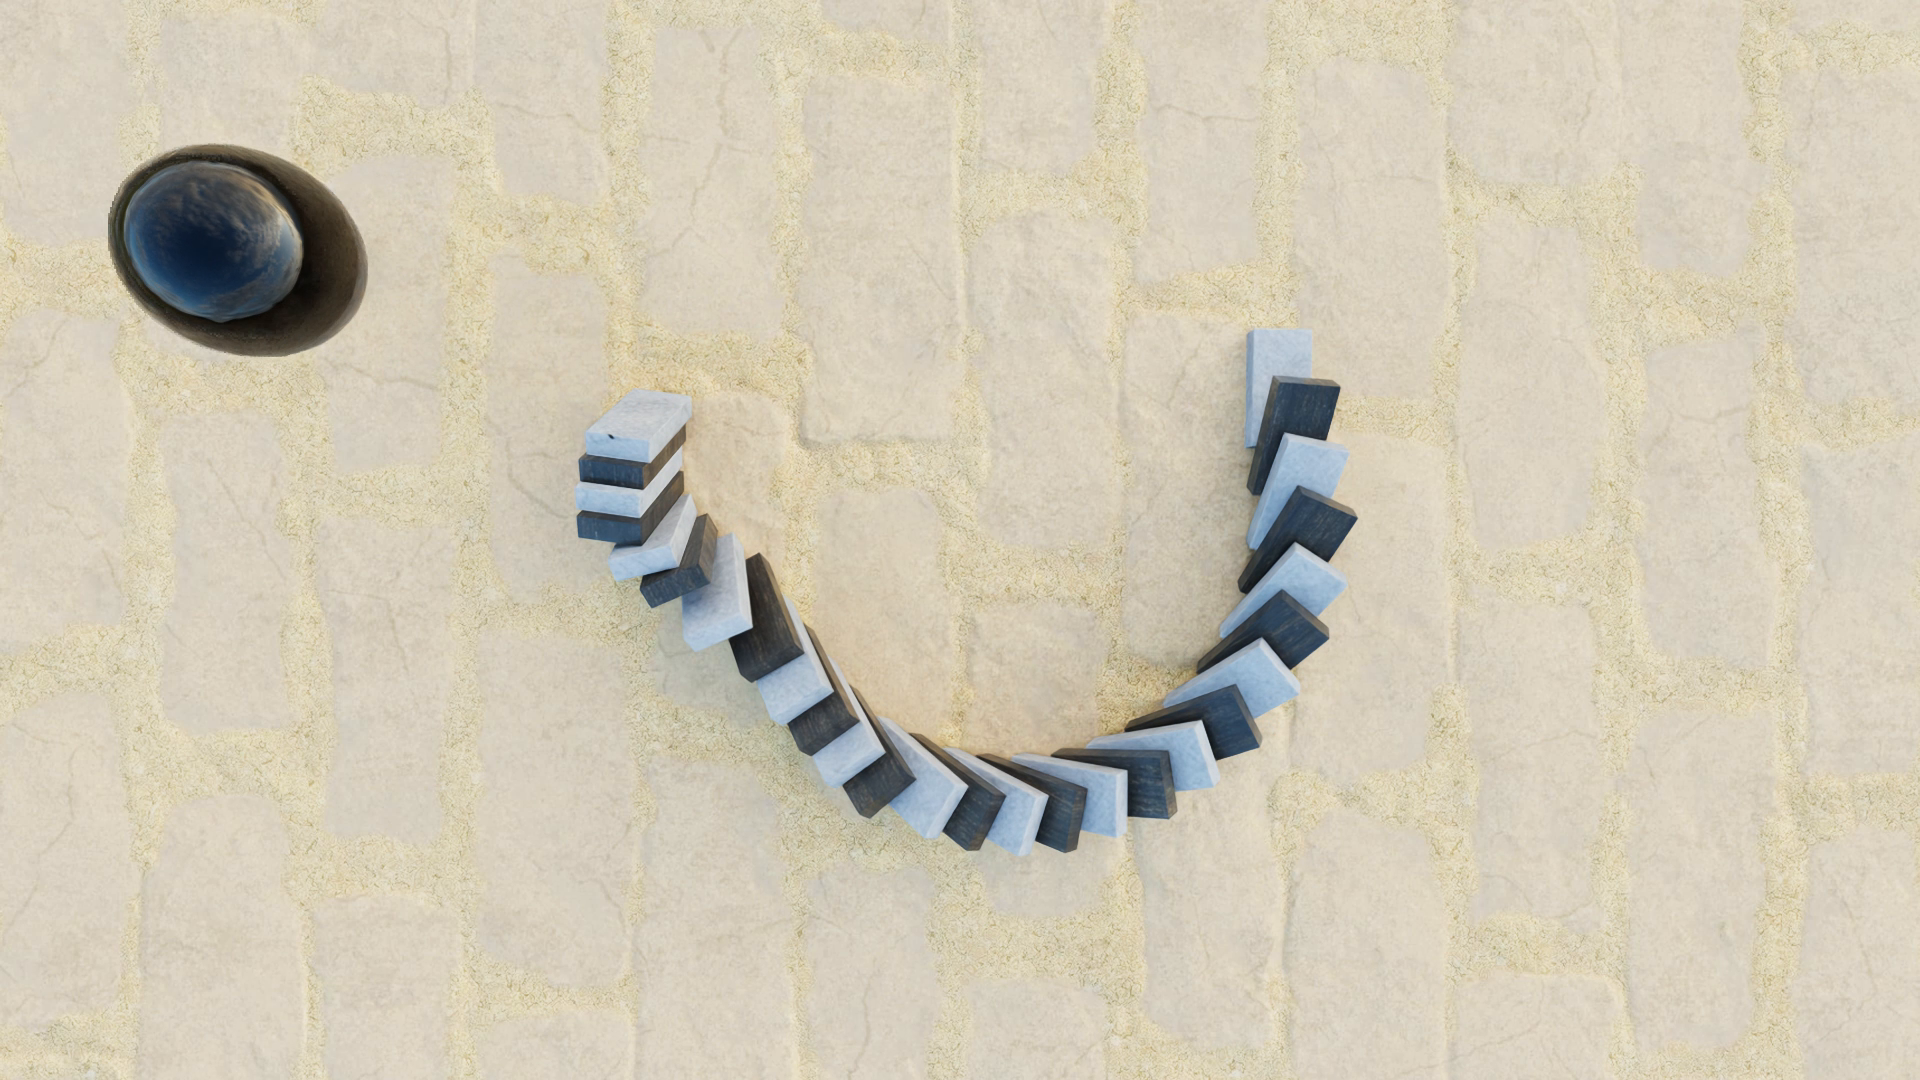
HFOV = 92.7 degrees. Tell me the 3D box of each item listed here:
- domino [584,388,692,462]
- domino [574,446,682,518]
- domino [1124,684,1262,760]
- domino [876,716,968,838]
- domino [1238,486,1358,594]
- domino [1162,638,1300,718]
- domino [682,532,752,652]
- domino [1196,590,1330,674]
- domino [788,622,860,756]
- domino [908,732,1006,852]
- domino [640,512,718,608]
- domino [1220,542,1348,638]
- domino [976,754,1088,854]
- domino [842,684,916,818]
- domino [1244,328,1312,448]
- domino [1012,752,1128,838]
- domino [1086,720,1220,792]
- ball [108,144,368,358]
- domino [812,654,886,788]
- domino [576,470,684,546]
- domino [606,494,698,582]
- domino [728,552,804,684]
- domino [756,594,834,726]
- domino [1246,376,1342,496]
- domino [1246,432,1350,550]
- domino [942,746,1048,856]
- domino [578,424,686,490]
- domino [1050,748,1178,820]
[{"bbox_3d":[-0.131,-0.048,0.376,0.025,0.050,0.009,8,119,0],"label":"domino"},{"bbox_3d":[-0.135,-0.026,0.376,0.025,0.050,0.010,8,119,0],"label":"domino"},{"bbox_3d":[0.097,0.081,0.384,0.050,0.009,0.025,-27,90,28],"label":"domino"},{"bbox_3d":[-0.022,0.098,0.381,0.050,0.009,0.025,33,94,36],"label":"domino"},{"bbox_3d":[0.141,0.005,0.384,0.025,0.010,0.050,23,117,-2],"label":"domino"},{"bbox_3d":[0.113,0.065,0.384,0.050,0.010,0.025,-40,90,29],"label":"domino"},{"bbox_3d":[-0.101,0.020,0.378,0.025,0.050,0.009,-23,134,2],"label":"domino"},{"bbox_3d":[0.126,0.046,0.383,0.025,0.010,0.050,40,120,-1],"label":"domino"},{"bbox_3d":[-0.064,0.062,0.382,0.025,0.010,0.050,-36,56,2],"label":"domino"},{"bbox_3d":[-0.007,0.104,0.381,0.050,0.010,0.025,28,92,36],"label":"domino"},{"bbox_3d":[-0.114,0.007,0.376,0.025,0.050,0.009,-23,117,0],"label":"domino"},{"bbox_3d":[0.135,0.028,0.384,0.025,0.009,0.050,33,119,0],"label":"domino"},{"bbox_3d":[0.027,0.108,0.381,0.050,0.009,0.025,10,90,37],"label":"domino"},{"bbox_3d":[-0.042,0.087,0.382,0.025,0.010,0.050,-40,56,0],"label":"domino"},{"bbox_3d":[0.137,-0.065,0.395,0.025,0.010,0.050,1,90,0],"label":"domino"},{"bbox_3d":[0.045,0.105,0.381,0.050,0.010,0.025,0,90,37],"label":"domino"},{"bbox_3d":[0.080,0.092,0.382,0.050,0.010,0.025,-18,90,33],"label":"domino"},{"bbox_3d":[-0.280,-0.112,0.360,0.080,0.080,0.080,0,90,0],"label":"ball"},{"bbox_3d":[-0.054,0.075,0.382,0.025,0.010,0.050,-37,56,1],"label":"domino"},{"bbox_3d":[-0.134,-0.015,0.376,0.025,0.050,0.010,8,119,0],"label":"domino"},{"bbox_3d":[-0.125,-0.002,0.376,0.025,0.050,0.009,-13,117,0],"label":"domino"},{"bbox_3d":[-0.085,0.032,0.382,0.025,0.009,0.050,-29,56,0],"label":"domino"},{"bbox_3d":[-0.074,0.049,0.381,0.025,0.009,0.050,-34,56,3],"label":"domino"},{"bbox_3d":[0.139,-0.043,0.384,0.025,0.010,0.050,4,117,-1],"label":"domino"},{"bbox_3d":[0.141,-0.018,0.385,0.025,0.010,0.050,12,117,0],"label":"domino"},{"bbox_3d":[0.010,0.108,0.381,0.050,0.009,0.025,19,92,37],"label":"domino"},{"bbox_3d":[-0.133,-0.037,0.376,0.025,0.050,0.010,8,119,0],"label":"domino"},{"bbox_3d":[0.063,0.101,0.381,0.050,0.010,0.025,-8,92,35],"label":"domino"}]
